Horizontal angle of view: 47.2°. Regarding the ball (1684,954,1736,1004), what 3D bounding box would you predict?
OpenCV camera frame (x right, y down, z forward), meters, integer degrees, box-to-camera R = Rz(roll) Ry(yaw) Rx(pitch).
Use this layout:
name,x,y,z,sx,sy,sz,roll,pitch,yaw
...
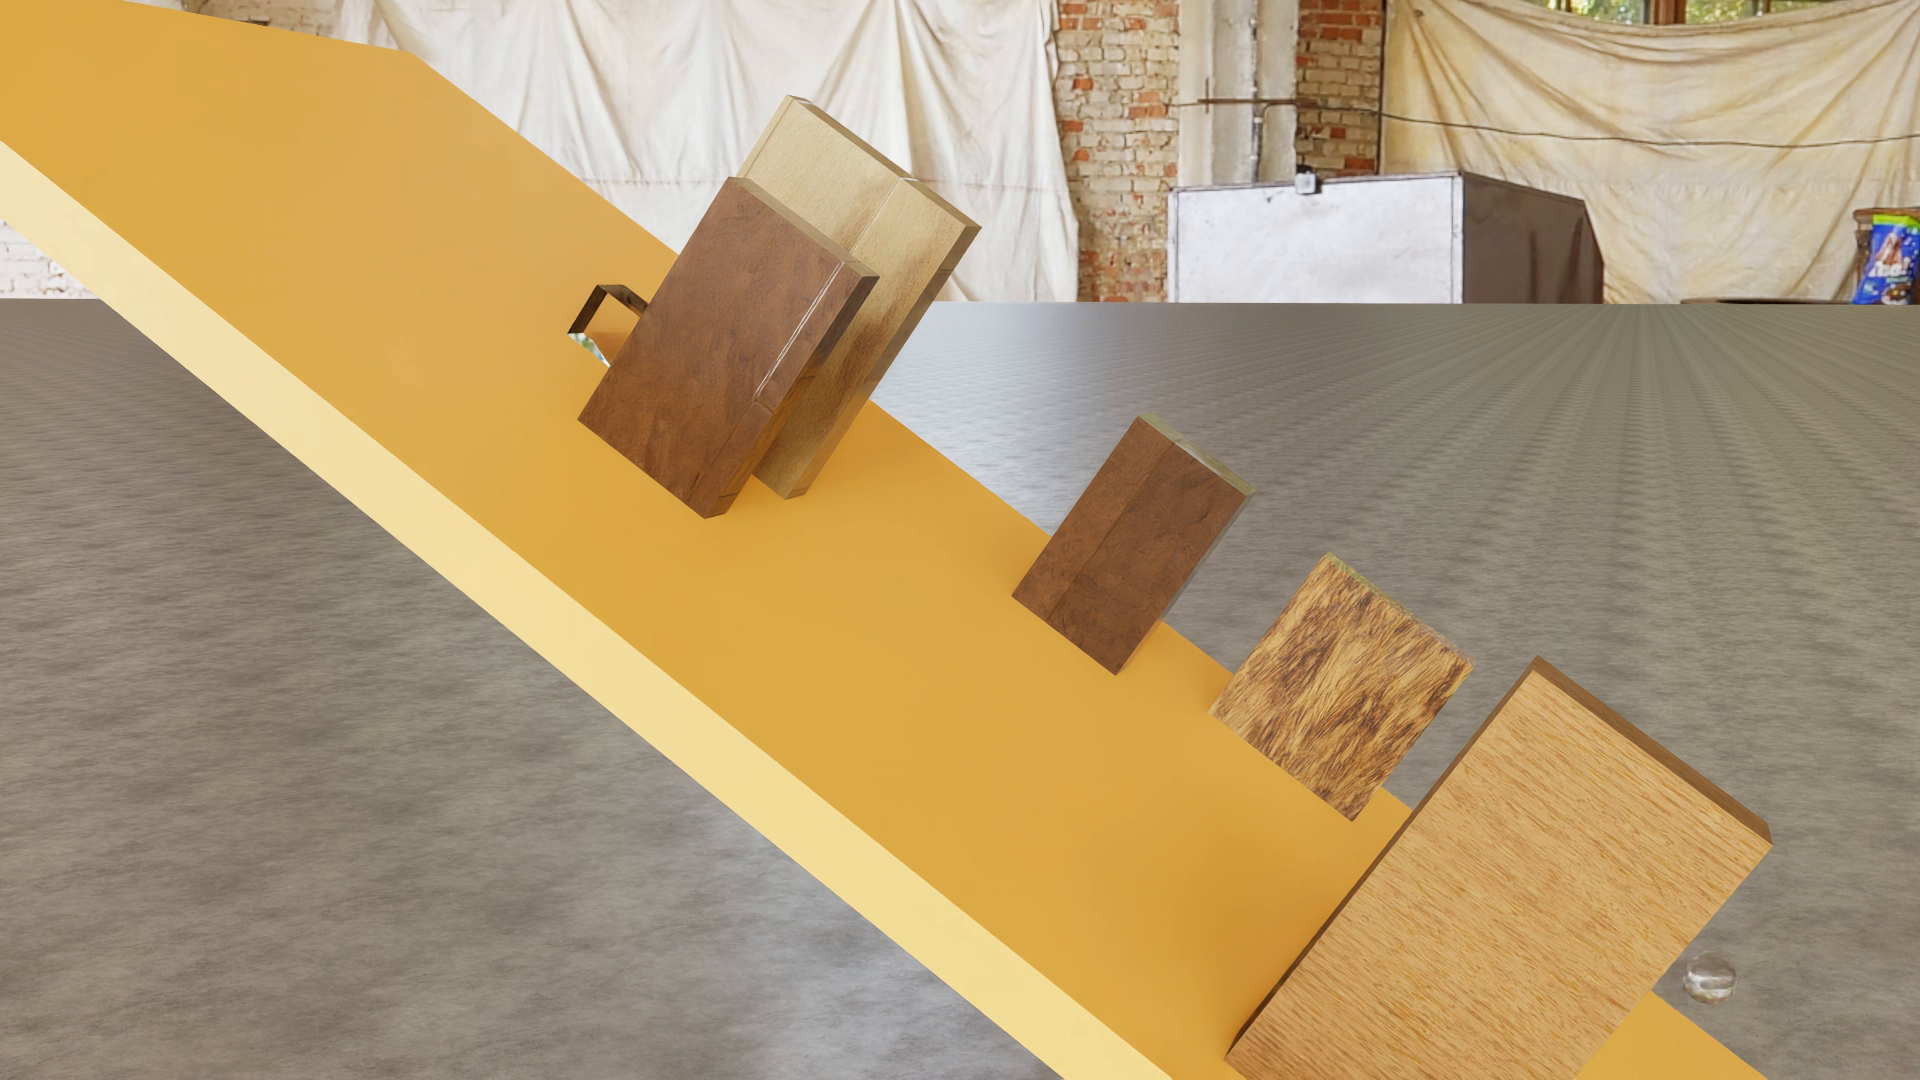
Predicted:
name,x,y,z,sx,sy,sz,roll,pitch,yaw
ball,1.905,1.116,5.584,0.127,0.127,0.127,0,7,0

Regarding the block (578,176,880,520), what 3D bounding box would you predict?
name,x,y,z,sx,sy,sz,roll,pitch,yaw
block,-0.400,-0.328,3.770,0.290,0.505,0.092,37,16,10

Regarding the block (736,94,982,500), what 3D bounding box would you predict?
name,x,y,z,sx,sy,sz,roll,pitch,yaw
block,-0.308,-0.451,4.118,0.420,0.617,0.101,37,16,10

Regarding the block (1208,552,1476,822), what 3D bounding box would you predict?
name,x,y,z,sx,sy,sz,roll,pitch,yaw
block,0.782,0.301,4.519,0.371,0.408,0.085,37,16,10

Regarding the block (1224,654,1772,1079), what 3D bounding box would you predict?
name,x,y,z,sx,sy,sz,roll,pitch,yaw
block,0.737,0.563,3.060,0.379,0.715,0.125,37,16,10

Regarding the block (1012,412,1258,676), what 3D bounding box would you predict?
name,x,y,z,sx,sy,sz,roll,pitch,yaw
block,0.349,0.007,4.422,0.266,0.451,0.129,37,16,10

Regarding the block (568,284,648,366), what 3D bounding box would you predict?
name,x,y,z,sx,sy,sz,roll,pitch,yaw
block,-0.657,-0.411,4.222,0.114,0.114,0.114,37,16,10

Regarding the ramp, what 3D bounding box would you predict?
name,x,y,z,sx,sy,sz,roll,pitch,yaw
ramp,-0.091,0.163,4.082,4.000,0.100,2.000,37,16,10
